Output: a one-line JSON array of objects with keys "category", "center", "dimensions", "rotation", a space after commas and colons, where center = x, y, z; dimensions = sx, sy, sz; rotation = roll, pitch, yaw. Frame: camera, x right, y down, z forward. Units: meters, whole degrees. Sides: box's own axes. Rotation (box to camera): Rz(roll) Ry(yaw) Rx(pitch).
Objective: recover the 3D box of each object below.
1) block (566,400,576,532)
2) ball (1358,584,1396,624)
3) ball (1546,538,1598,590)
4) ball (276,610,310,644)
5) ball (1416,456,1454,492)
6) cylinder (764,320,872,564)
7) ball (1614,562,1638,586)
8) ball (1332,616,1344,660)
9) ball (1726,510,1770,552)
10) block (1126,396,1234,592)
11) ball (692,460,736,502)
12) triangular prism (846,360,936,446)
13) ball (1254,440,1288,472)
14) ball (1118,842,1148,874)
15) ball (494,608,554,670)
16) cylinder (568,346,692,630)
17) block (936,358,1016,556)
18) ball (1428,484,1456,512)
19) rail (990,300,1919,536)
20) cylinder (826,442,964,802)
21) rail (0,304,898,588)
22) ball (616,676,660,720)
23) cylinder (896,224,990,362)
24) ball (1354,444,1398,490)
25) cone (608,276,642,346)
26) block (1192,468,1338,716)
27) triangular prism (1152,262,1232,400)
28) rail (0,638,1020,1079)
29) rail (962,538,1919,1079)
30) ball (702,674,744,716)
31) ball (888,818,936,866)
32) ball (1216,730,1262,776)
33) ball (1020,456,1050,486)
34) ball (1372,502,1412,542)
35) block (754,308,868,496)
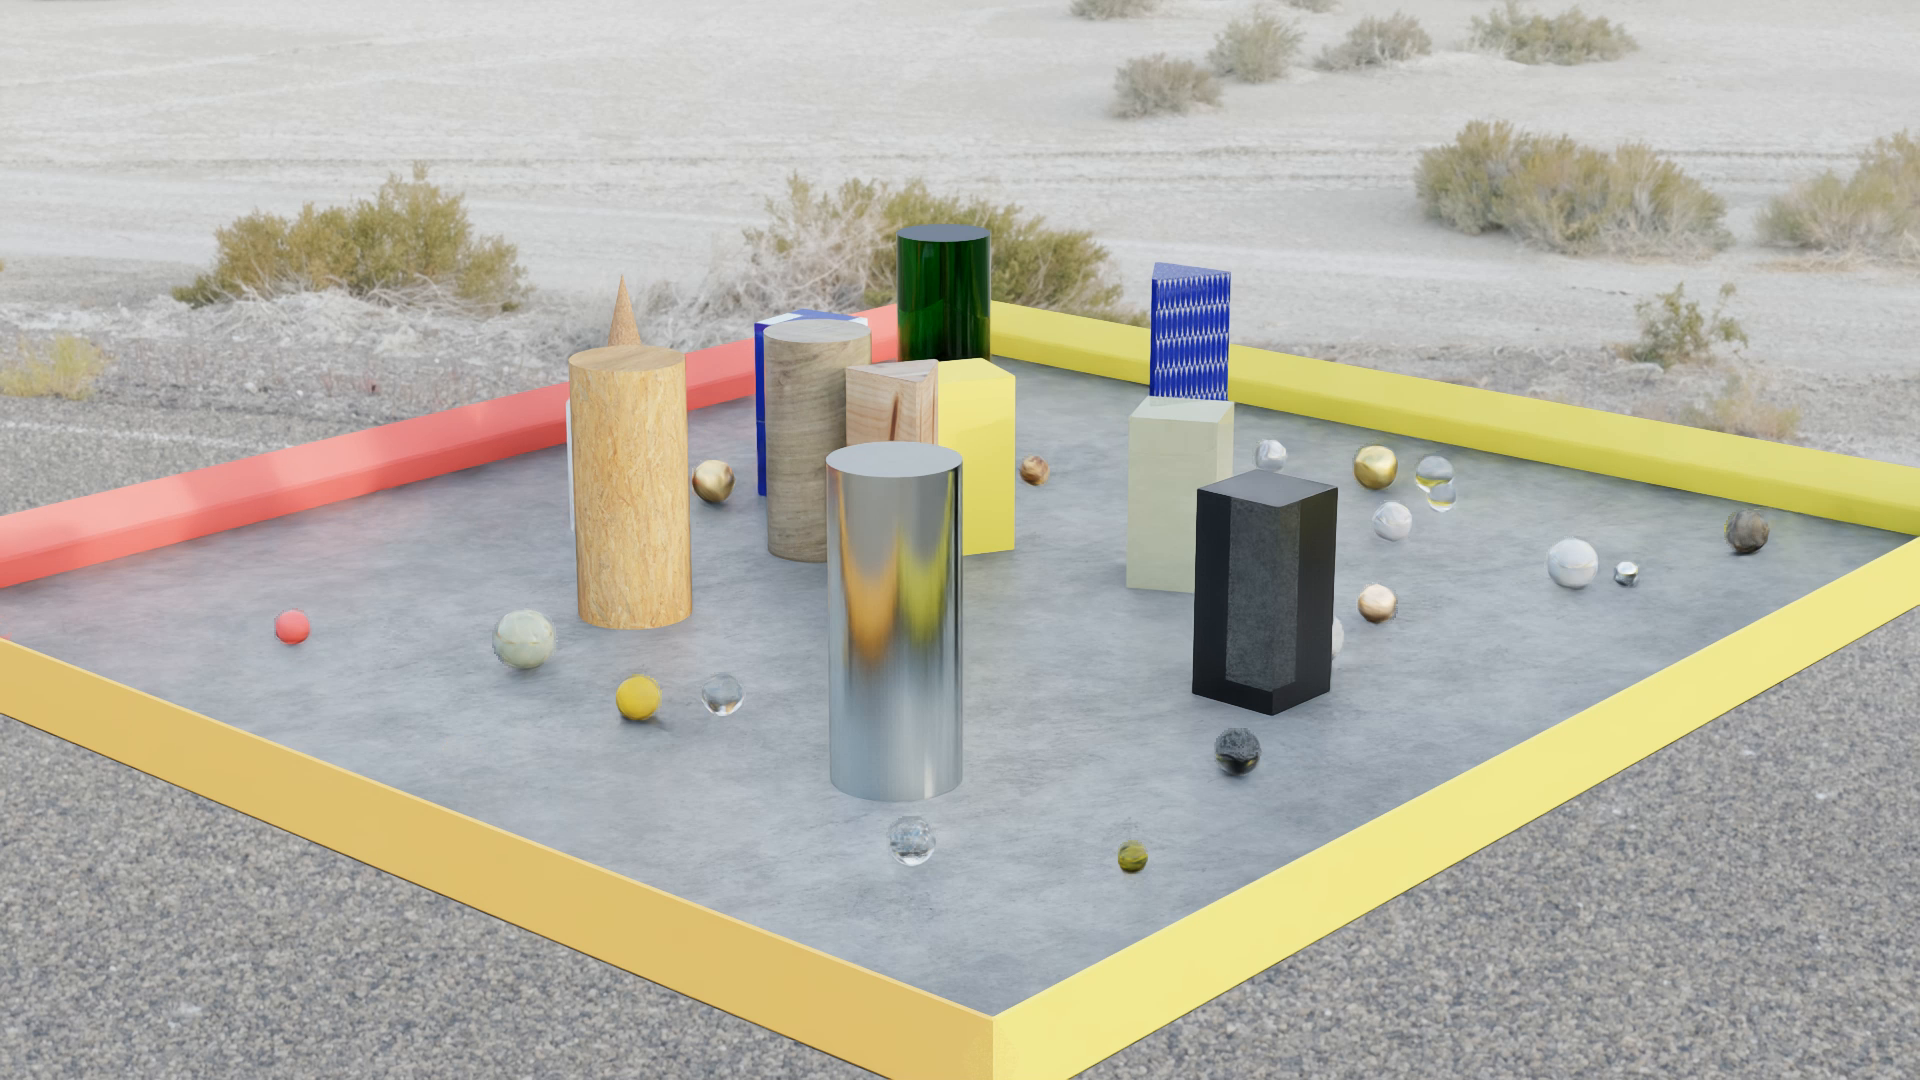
[{"category": "block", "center": [-0.647, -0.155, 5.531], "dimensions": [0.156, 0.249, 0.156], "rotation": [1, 17, 4]}, {"category": "ball", "center": [0.708, 0.109, 4.975], "dimensions": [0.065, 0.065, 0.065], "rotation": [0, 17, 0]}, {"category": "ball", "center": [1.077, 0.042, 5.155], "dimensions": [0.090, 0.090, 0.090], "rotation": [0, 17, 0]}, {"category": "ball", "center": [-1.108, 0.145, 4.868], "dimensions": [0.057, 0.057, 0.057], "rotation": [0, 17, 0]}, {"category": "ball", "center": [0.929, -0.128, 5.741], "dimensions": [0.076, 0.076, 0.076], "rotation": [0, 17, 0]}, {"category": "cylinder", "center": [-0.257, -0.182, 5.344], "dimensions": [0.195, 0.408, 0.195], "rotation": [0, 17, 0]}, {"category": "ball", "center": [1.176, 0.059, 5.177], "dimensions": [0.044, 0.044, 0.044], "rotation": [0, 17, 0]}, {"category": "ball", "center": [0.577, 0.157, 4.766], "dimensions": [0.093, 0.093, 0.093], "rotation": [0, 17, 0]}, {"category": "ball", "center": [1.441, -0.015, 5.365], "dimensions": [0.077, 0.077, 0.077], "rotation": [0, 17, 0]}, {"category": "block", "center": [0.389, -0.081, 5.179], "dimensions": [0.156, 0.310, 0.156], "rotation": [5, 17, 15]}, {"category": "ball", "center": [-0.478, -0.114, 5.683], "dimensions": [0.083, 0.083, 0.083], "rotation": [0, 17, 0]}, {"category": "triangular prism", "center": [-0.088, -0.117, 5.167], "dimensions": [0.169, 0.386, 0.146], "rotation": [13, 21, 38]}, {"category": "ball", "center": [0.623, -0.168, 5.890], "dimensions": [0.067, 0.067, 0.067], "rotation": [0, 17, 0]}, {"category": "ball", "center": [0.233, 0.429, 3.956], "dimensions": [0.041, 0.041, 0.041], "rotation": [0, 17, 0]}, {"category": "ball", "center": [-0.705, 0.160, 4.748], "dimensions": [0.097, 0.097, 0.097], "rotation": [0, 17, 0]}, {"category": "cylinder", "center": [-0.558, -0.091, 4.976], "dimensions": [0.195, 0.446, 0.195], "rotation": [0, 17, 0]}, {"category": "block", "center": [-0.002, -0.152, 5.384], "dimensions": [0.156, 0.327, 0.156], "rotation": [-7, 18, -22]}, {"category": "ball", "center": [0.925, -0.082, 5.624], "dimensions": [0.055, 0.055, 0.055], "rotation": [0, 17, 0]}, {"category": "rail", "center": [0.928, -0.277, 6.144], "dimensions": [2.597, 0.127, 0.045], "rotation": [14, 22, 39]}, {"category": "cylinder", "center": [-0.093, 0.116, 4.226], "dimensions": [0.195, 0.483, 0.195], "rotation": [0, 17, 0]}, {"category": "rail", "center": [-0.963, -0.210, 5.920], "dimensions": [0.045, 0.127, 2.879], "rotation": [14, 22, 39]}, {"category": "ball", "center": [-0.497, 0.245, 4.519], "dimensions": [0.068, 0.068, 0.068], "rotation": [0, 17, 0]}, {"category": "cylinder", "center": [-0.034, -0.422, 6.088], "dimensions": [0.195, 0.438, 0.195], "rotation": [0, 17, 0]}, {"category": "ball", "center": [0.818, -0.143, 5.771], "dimensions": [0.088, 0.088, 0.088], "rotation": [0, 17, 0]}, {"category": "cone", "center": [-0.661, -0.323, 5.793], "dimensions": [0.195, 0.419, 0.195], "rotation": [0, 17, 0]}, {"category": "block", "center": [0.477, 0.080, 4.599], "dimensions": [0.156, 0.337, 0.156], "rotation": [15, 22, 40]}, {"category": "triangular prism", "center": [0.416, -0.318, 5.749], "dimensions": [0.169, 0.435, 0.146], "rotation": [-7, 18, -23]}, {"category": "rail", "center": [-0.928, 0.340, 4.097], "dimensions": [2.597, 0.127, 0.045], "rotation": [14, 22, 39]}, {"category": "rail", "center": [0.963, 0.273, 4.320], "dimensions": [0.045, 0.127, 2.879], "rotation": [14, 22, 39]}, {"category": "ball", "center": [-0.368, 0.240, 4.542], "dimensions": [0.065, 0.065, 0.065], "rotation": [0, 17, 0]}, {"category": "ball", "center": [-0.066, 0.409, 3.979], "dimensions": [0.065, 0.065, 0.065], "rotation": [0, 17, 0]}, {"category": "ball", "center": [0.408, 0.311, 4.300], "dimensions": [0.067, 0.067, 0.067], "rotation": [0, 17, 0]}, {"category": "ball", "center": [0.148, -0.137, 5.801], "dimensions": [0.058, 0.058, 0.058], "rotation": [0, 17, 0]}, {"category": "ball", "center": [0.801, -0.034, 5.435], "dimensions": [0.073, 0.073, 0.073], "rotation": [0, 17, 0]}, {"category": "block", "center": [-0.288, -0.259, 5.713], "dimensions": [0.156, 0.344, 0.156], "rotation": [11, 20, 32]}]
